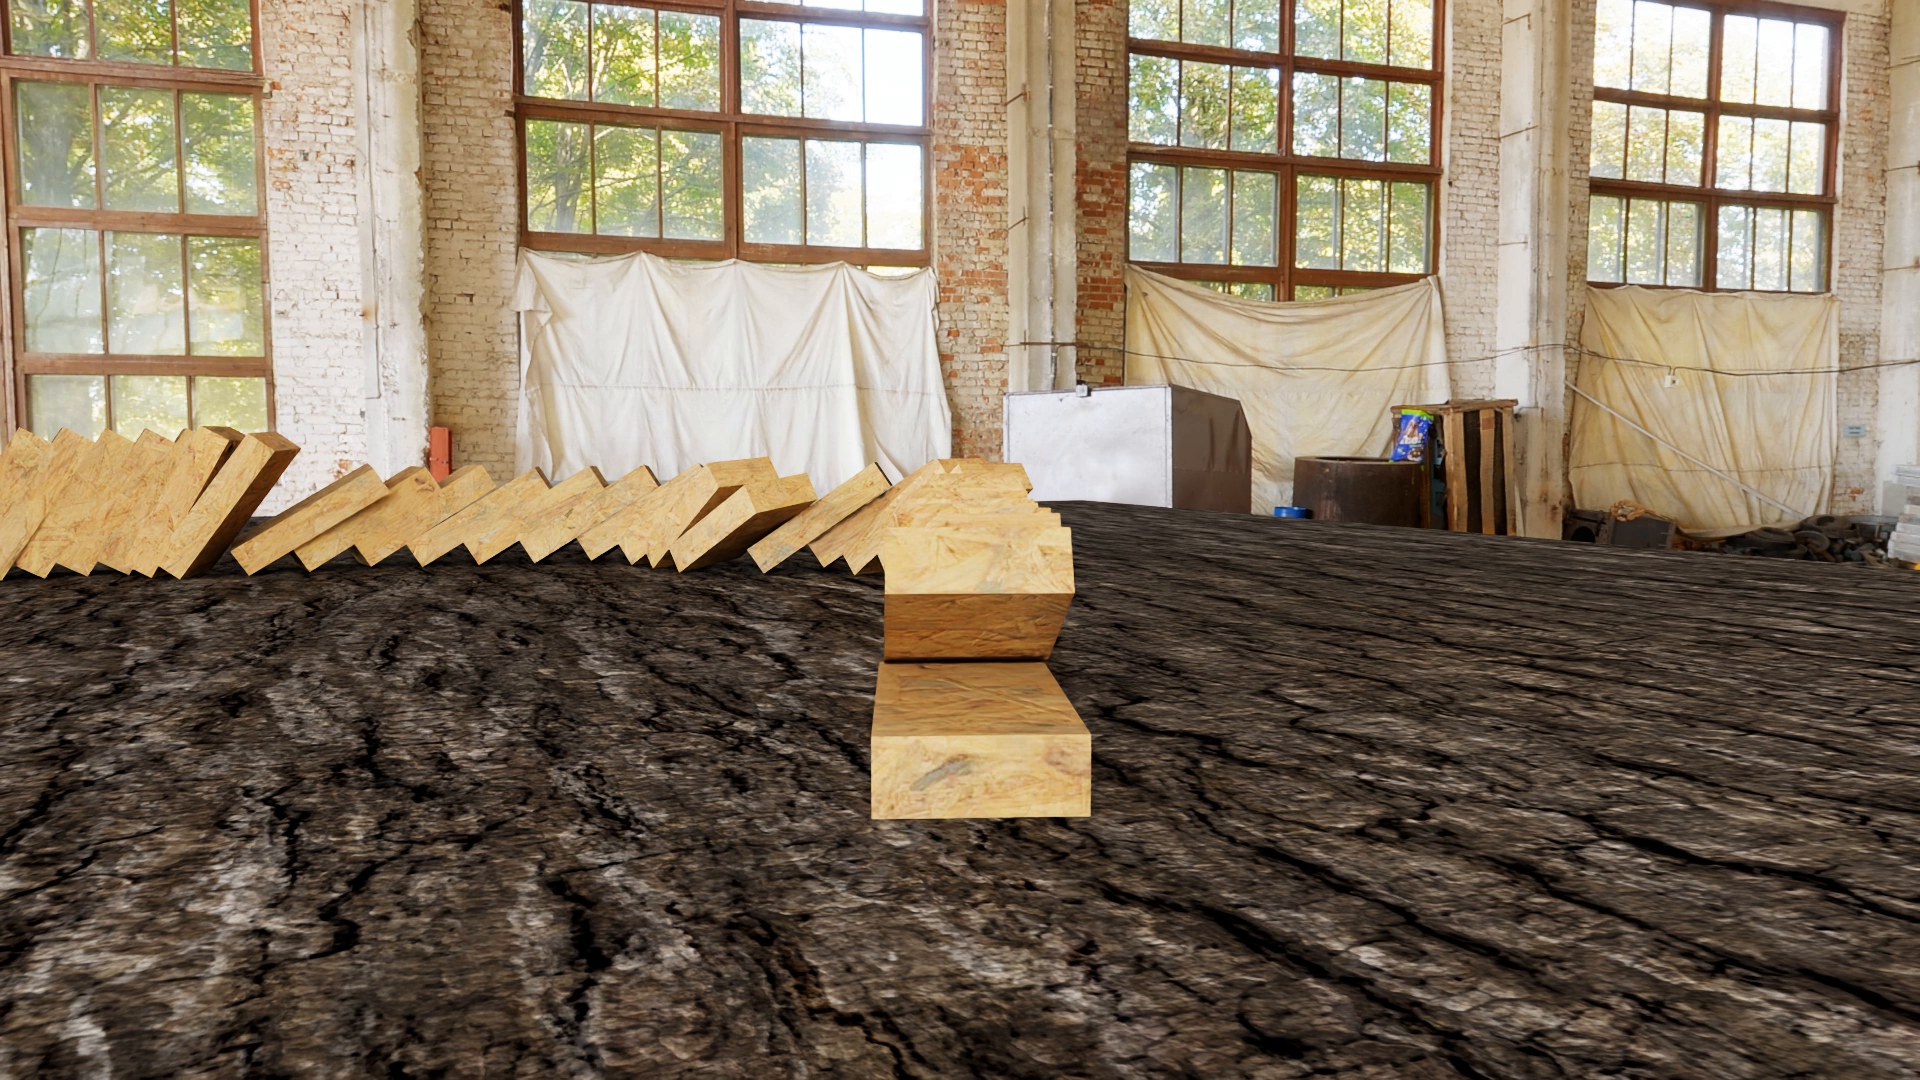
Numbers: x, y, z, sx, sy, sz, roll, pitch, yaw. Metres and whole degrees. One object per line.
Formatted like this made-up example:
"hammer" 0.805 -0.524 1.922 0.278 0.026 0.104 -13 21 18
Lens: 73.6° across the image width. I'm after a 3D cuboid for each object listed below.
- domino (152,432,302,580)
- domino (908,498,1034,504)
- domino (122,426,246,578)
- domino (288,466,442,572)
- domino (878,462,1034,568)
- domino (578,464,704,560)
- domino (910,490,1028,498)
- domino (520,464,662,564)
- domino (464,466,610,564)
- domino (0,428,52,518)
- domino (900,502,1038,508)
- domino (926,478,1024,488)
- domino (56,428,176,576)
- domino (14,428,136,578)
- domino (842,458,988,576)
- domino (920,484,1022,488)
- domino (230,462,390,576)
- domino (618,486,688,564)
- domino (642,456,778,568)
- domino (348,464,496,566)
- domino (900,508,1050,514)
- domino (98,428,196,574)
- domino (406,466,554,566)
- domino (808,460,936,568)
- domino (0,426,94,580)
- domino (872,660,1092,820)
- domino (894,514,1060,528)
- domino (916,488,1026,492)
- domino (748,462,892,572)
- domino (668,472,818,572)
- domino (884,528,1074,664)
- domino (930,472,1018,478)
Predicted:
"domino" -0.236 -0.012 0.415 0.010 0.050 0.025 36 -1 -11
"domino" 0.002 0.006 0.275 0.025 0.010 0.050 0 -23 -2
"domino" -0.251 -0.013 0.420 0.010 0.050 0.025 29 -1 -11
"domino" -0.208 -0.008 0.446 0.050 0.010 0.025 -39 24 -26
"domino" -0.002 -0.006 0.399 0.025 0.009 0.050 -4 -30 -39
"domino" -0.113 -0.010 0.467 0.050 0.010 0.025 -33 5 -6
"domino" 0.001 0.004 0.295 0.025 0.010 0.050 0 -24 -2
"domino" -0.132 -0.010 0.463 0.050 0.010 0.025 -33 7 -7
"domino" -0.151 -0.009 0.460 0.050 0.009 0.025 -33 8 -7
"domino" -0.306 -0.012 0.403 0.009 0.050 0.025 35 -17 -33
"domino" 0.001 0.008 0.255 0.025 0.010 0.050 0 -23 -1
"domino" 0.001 -0.001 0.355 0.025 0.010 0.050 -1 -26 -9
"domino" -0.280 -0.013 0.426 0.010 0.050 0.025 34 -15 -31
"domino" -0.289 -0.013 0.419 0.010 0.050 0.025 34 -15 -31
"domino" -0.013 -0.007 0.415 0.050 0.010 0.025 -42 -21 31
"domino" 0.001 0.001 0.335 0.025 0.010 0.050 0 -25 -5
"domino" -0.219 -0.008 0.432 0.050 0.010 0.025 -36 23 -20
"domino" -0.095 -0.010 0.455 0.050 0.010 0.025 -36 -8 18
"domino" -0.084 -0.009 0.433 0.025 0.010 0.050 -11 -24 -46
"domino" -0.193 -0.009 0.458 0.050 0.010 0.025 -39 22 -26
"domino" 0.002 0.009 0.234 0.025 0.010 0.050 0 -24 -2
"domino" -0.269 -0.014 0.430 0.010 0.050 0.025 34 -15 -31
"domino" -0.171 -0.009 0.459 0.050 0.010 0.025 -33 11 -10
"domino" -0.027 -0.009 0.435 0.050 0.010 0.025 -34 1 -1
"domino" -0.297 -0.012 0.411 0.010 0.050 0.025 35 -17 -33
"domino" 0.001 0.025 0.171 0.025 0.010 0.050 0 4 -3
"domino" 0.002 0.011 0.214 0.025 0.009 0.050 0 -24 -3
"domino" 0.002 0.003 0.315 0.025 0.010 0.050 0 -24 -3
"domino" -0.046 -0.008 0.428 0.050 0.010 0.025 -35 3 1
"domino" -0.071 -0.005 0.416 0.025 0.009 0.050 -16 -11 -45
"domino" 0.001 0.012 0.193 0.025 0.010 0.050 0 -23 -4
"domino" -0.001 -0.003 0.375 0.025 0.010 0.050 -1 -27 -14
